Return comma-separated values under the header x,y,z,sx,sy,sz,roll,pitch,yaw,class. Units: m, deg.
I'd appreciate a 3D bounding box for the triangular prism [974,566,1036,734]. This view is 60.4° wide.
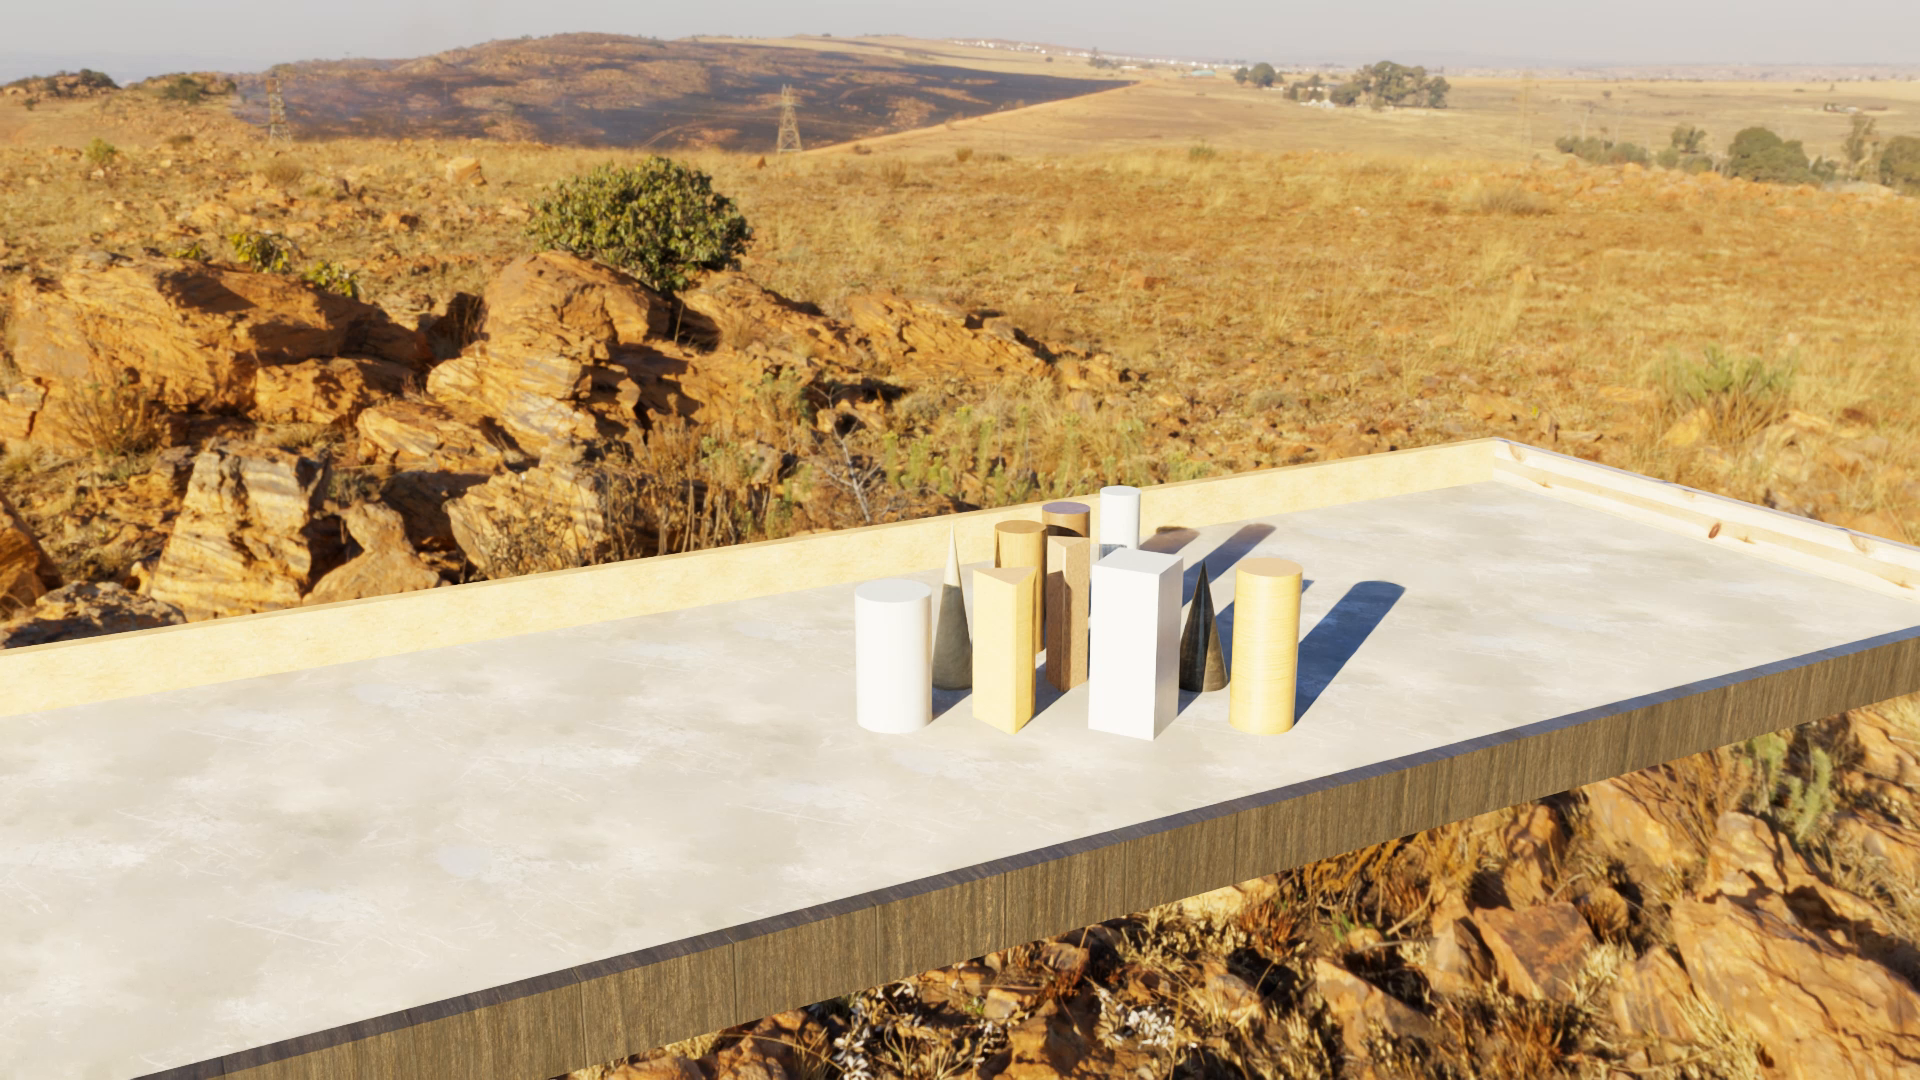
x,y,z,sx,sy,sz,roll,pitch,yaw,class
0.127,0.249,3.862,0.128,0.365,0.148,-12,20,-36,triangular prism

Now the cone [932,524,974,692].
x,y,z,sx,sy,sz,roll,pitch,yaw,class
-0.019,0.153,4.079,0.118,0.425,0.118,0,16,0,cone

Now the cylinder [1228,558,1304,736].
x,y,z,sx,sy,sz,roll,pitch,yaw,class
0.710,0.246,3.836,0.152,0.384,0.152,0,16,0,cylinder

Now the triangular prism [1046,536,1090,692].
x,y,z,sx,sy,sz,roll,pitch,yaw,class
0.251,0.178,4.086,0.088,0.374,0.101,14,21,39,triangular prism

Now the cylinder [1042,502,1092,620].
x,y,z,sx,sy,sz,roll,pitch,yaw,class
0.293,0.062,4.587,0.136,0.314,0.136,0,16,0,cylinder

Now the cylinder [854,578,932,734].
x,y,z,sx,sy,sz,roll,pitch,yaw,class
-0.155,0.271,3.868,0.179,0.319,0.179,0,16,0,cylinder

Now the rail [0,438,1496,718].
x,y,z,sx,sy,sz,roll,pitch,yaw,class
-3.305,0.497,3.399,12.000,0.150,0.050,-9,18,-27,rail

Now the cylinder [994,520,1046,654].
x,y,z,sx,sy,sz,roll,pitch,yaw,class
0.157,0.125,4.337,0.134,0.334,0.134,0,16,0,cylinder

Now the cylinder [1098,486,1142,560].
x,y,z,sx,sy,sz,roll,pitch,yaw,class
0.419,0.074,4.354,0.107,0.422,0.107,0,16,0,cylinder

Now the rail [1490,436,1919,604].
x,y,z,sx,sy,sz,roll,pitch,yaw,class
2.466,-0.048,5.253,0.050,0.150,2.100,-9,18,-27,rail

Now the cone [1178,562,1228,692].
x,y,z,sx,sy,sz,roll,pitch,yaw,class
0.601,0.201,4.100,0.147,0.322,0.147,0,16,0,cone

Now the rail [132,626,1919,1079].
x,y,z,sx,sy,sz,roll,pitch,yaw,class
-2.336,1.006,1.665,12.000,0.150,0.050,-9,18,-27,rail

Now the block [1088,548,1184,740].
x,y,z,sx,sy,sz,roll,pitch,yaw,class
0.409,0.239,3.833,0.160,0.399,0.160,8,18,26,block
